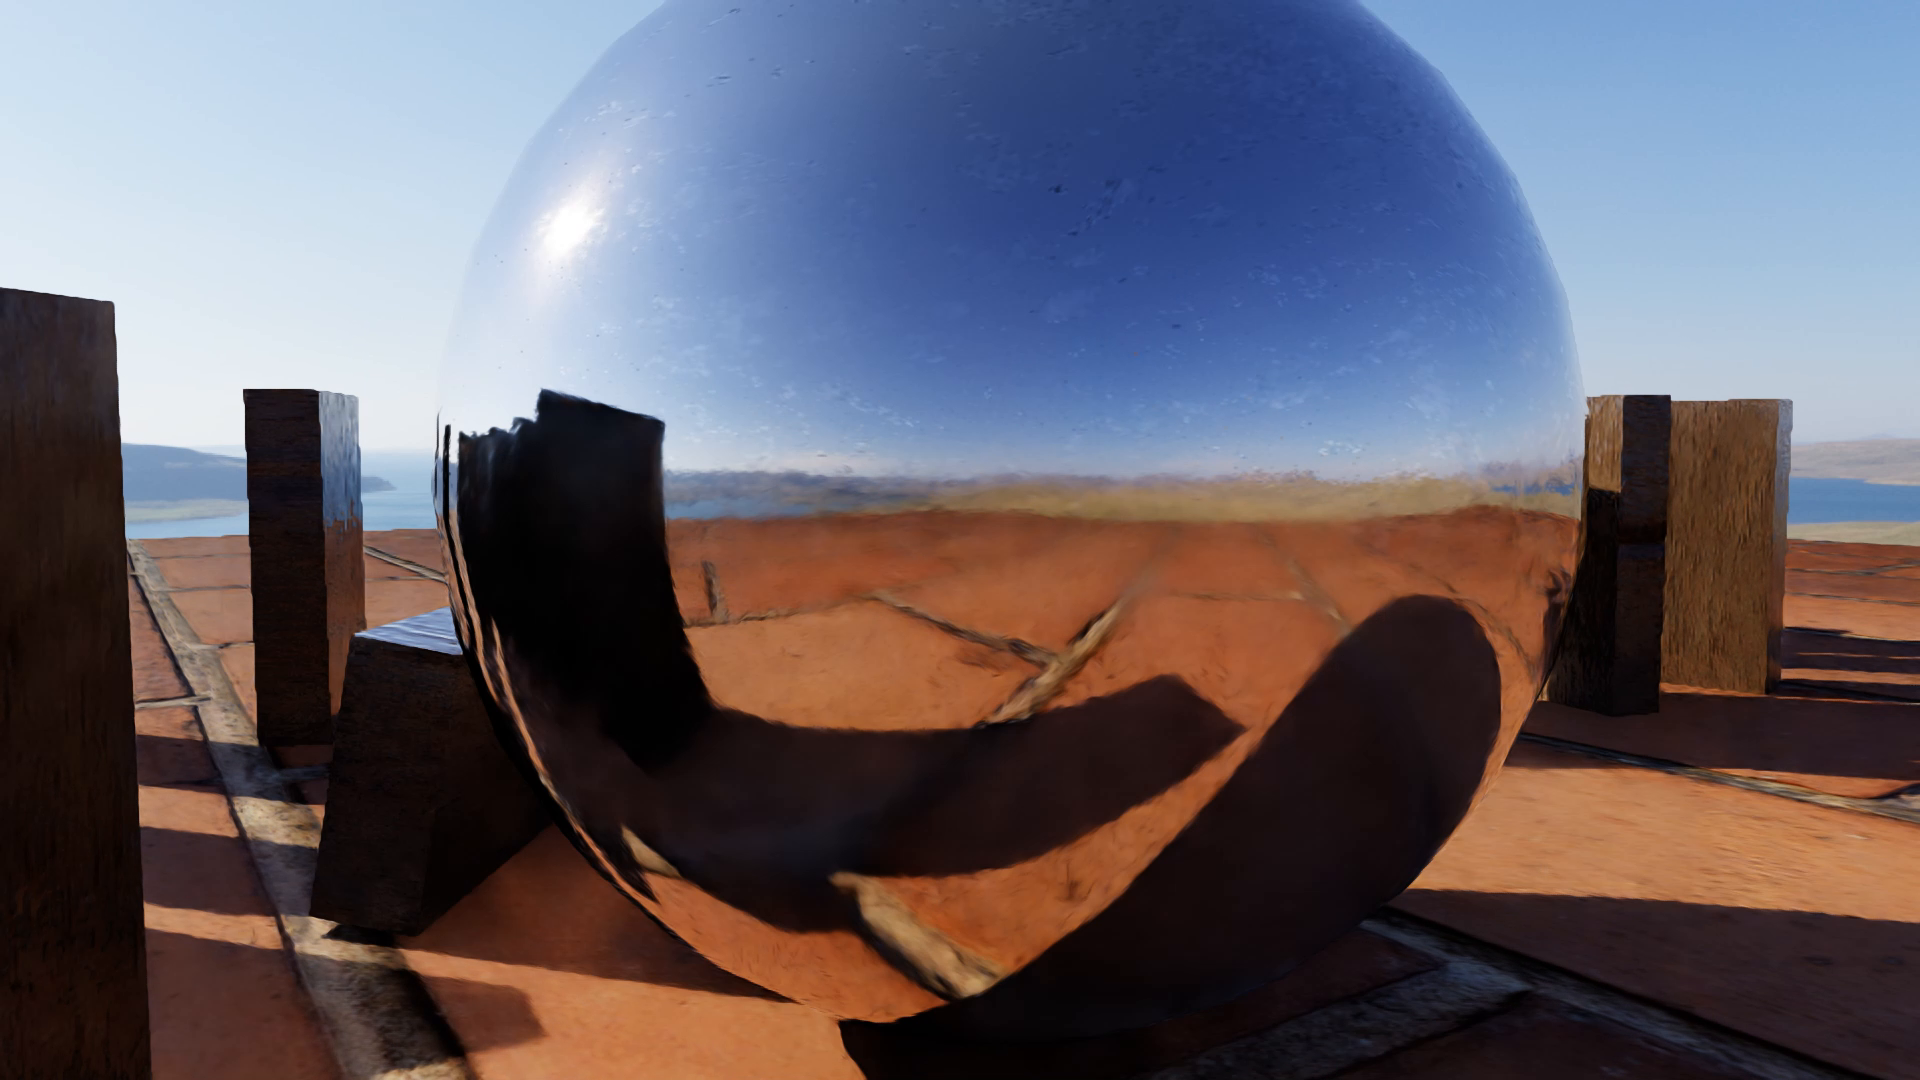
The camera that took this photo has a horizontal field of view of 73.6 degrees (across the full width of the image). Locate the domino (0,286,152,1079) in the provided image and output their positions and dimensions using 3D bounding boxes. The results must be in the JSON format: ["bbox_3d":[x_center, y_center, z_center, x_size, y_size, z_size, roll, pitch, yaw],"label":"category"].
[{"bbox_3d":[-0.052,0.013,0.058,0.010,0.050,0.025,1,4,10],"label":"domino"}]

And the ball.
[{"bbox_3d":[0.003,-0.005,0.097,0.080,0.080,0.080,0,4,0],"label":"ball"}]

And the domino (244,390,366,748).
[{"bbox_3d":[-0.097,0.003,0.191,0.010,0.050,0.025,-1,4,-14],"label":"domino"}]

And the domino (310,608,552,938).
[{"bbox_3d":[-0.049,0.019,0.135,0.010,0.025,0.050,11,5,1],"label":"domino"}]

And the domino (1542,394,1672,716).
[{"bbox_3d":[0.102,0.002,0.212,0.009,0.050,0.025,-1,5,-19],"label":"domino"}]

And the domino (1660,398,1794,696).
[{"bbox_3d":[0.131,0.000,0.228,0.025,0.050,0.009,4,6,45],"label":"domino"}]
